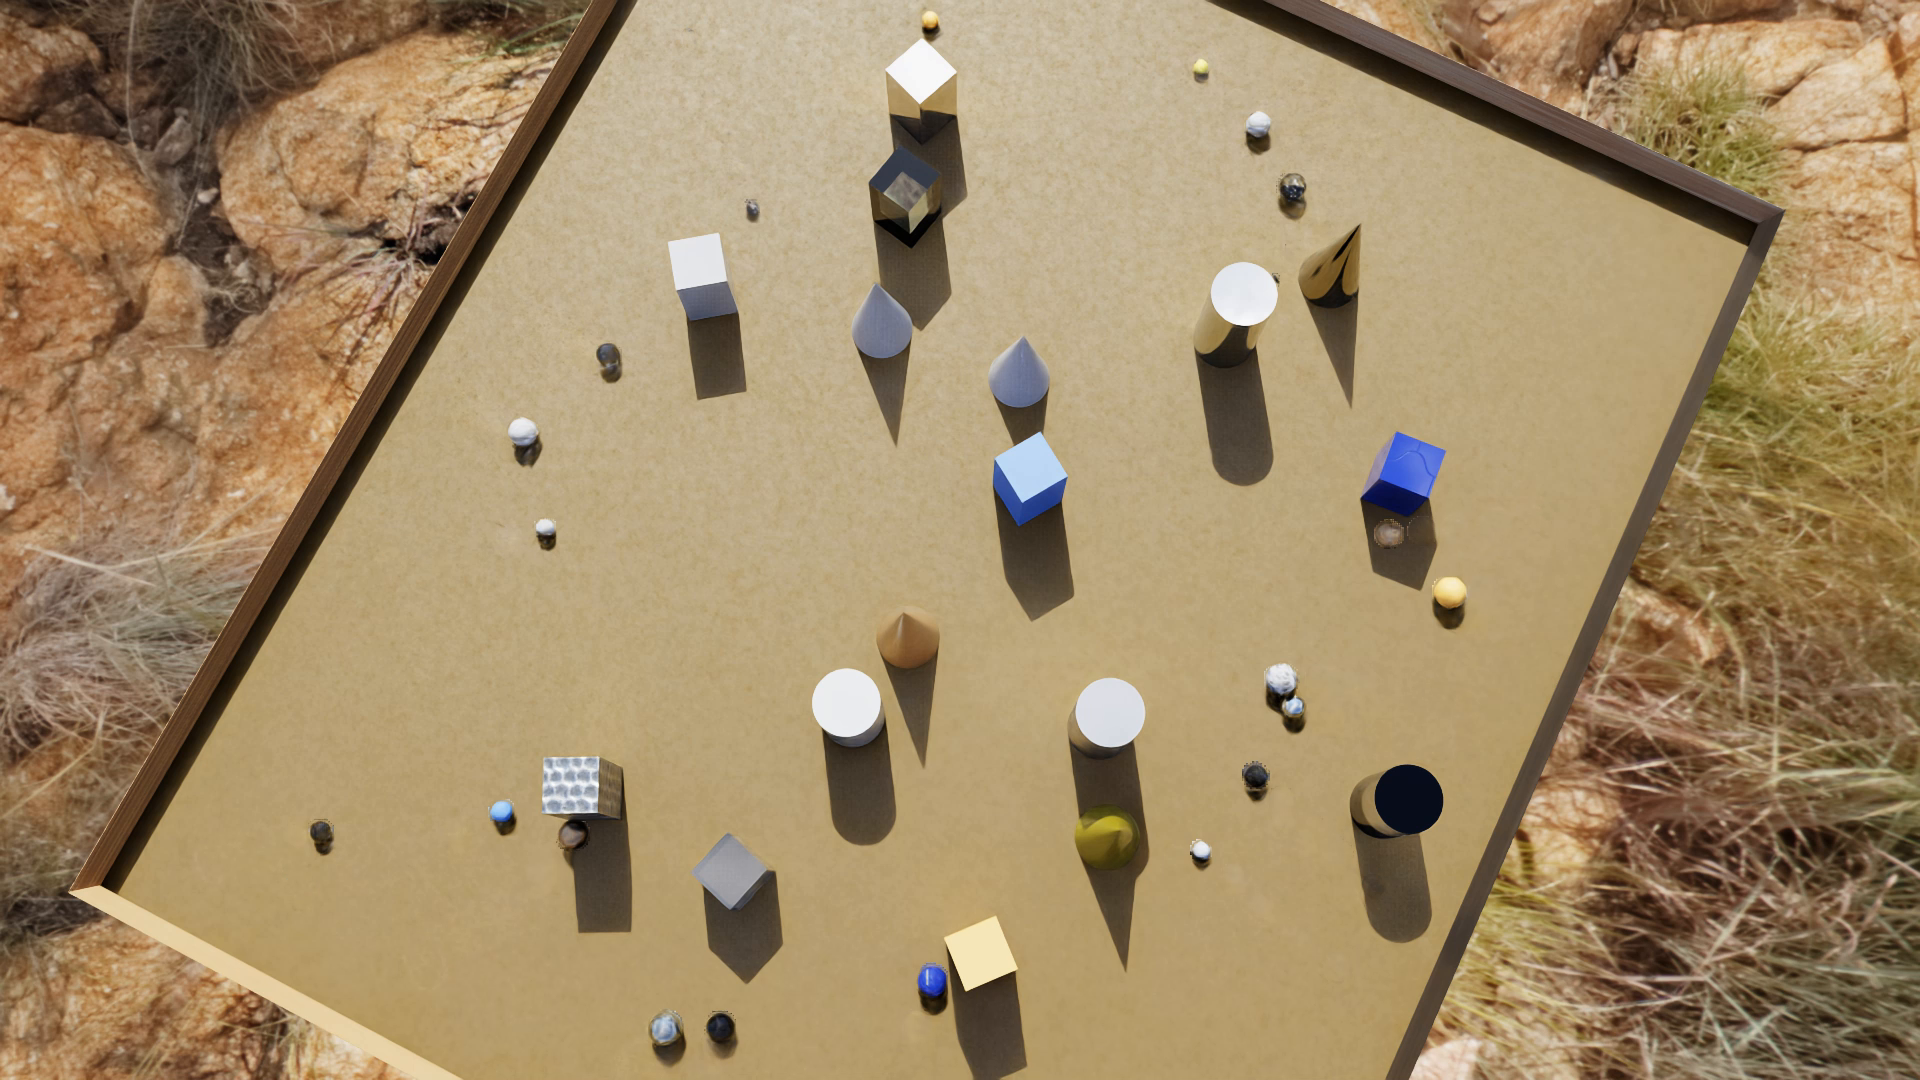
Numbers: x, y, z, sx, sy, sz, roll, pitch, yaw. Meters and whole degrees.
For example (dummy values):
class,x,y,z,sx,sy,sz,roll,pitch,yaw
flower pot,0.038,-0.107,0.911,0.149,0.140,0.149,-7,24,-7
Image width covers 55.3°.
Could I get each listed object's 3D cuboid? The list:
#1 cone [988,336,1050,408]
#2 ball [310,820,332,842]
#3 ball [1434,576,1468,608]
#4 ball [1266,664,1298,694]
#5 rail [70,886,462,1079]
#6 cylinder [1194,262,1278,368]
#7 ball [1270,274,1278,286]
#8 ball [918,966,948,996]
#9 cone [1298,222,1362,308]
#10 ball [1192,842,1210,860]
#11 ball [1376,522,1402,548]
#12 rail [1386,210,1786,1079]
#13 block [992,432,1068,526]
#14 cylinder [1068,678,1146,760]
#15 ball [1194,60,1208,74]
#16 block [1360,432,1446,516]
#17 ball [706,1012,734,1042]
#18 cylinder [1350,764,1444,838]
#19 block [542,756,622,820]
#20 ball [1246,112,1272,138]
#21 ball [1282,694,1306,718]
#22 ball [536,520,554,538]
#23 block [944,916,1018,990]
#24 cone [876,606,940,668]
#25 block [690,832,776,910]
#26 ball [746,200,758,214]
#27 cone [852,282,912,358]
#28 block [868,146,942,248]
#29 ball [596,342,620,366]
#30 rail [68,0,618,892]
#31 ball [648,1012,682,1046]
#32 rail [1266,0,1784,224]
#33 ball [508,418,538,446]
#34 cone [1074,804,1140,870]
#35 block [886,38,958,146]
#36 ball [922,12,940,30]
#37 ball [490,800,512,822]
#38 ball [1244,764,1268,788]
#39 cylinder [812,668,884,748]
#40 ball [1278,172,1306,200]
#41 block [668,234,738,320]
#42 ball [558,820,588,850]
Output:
class,x,y,z,sx,sy,sz,roll,pitch,yaw
cone,0.185,-0.550,5.512,0.193,0.428,0.193,0,78,0
ball,-1.887,0.860,5.407,0.061,0.061,0.061,0,78,0
ball,1.482,0.159,5.535,0.096,0.096,0.096,0,78,0
ball,0.963,0.416,5.483,0.092,0.092,0.092,0,78,0
rail,-0.920,1.809,5.177,3.665,0.126,0.045,26,80,5
cylinder,0.827,-0.674,5.540,0.193,0.422,0.193,0,78,0
ball,0.979,-0.812,5.762,0.044,0.044,0.044,0,78,0
ball,-0.081,1.279,5.308,0.087,0.087,0.087,0,78,0
cone,1.164,-0.872,5.551,0.193,0.482,0.193,0,78,0
ball,0.711,0.915,5.400,0.052,0.052,0.052,0,78,0
ball,1.308,-0.017,5.581,0.076,0.076,0.076,0,78,0
rail,1.618,0.799,5.386,0.045,0.126,4.164,26,80,5
block,0.207,-0.179,5.484,0.155,0.331,0.155,-30,80,-6
cylinder,0.419,0.521,5.299,0.193,0.410,0.193,0,78,0
ball,0.777,-1.524,5.909,0.045,0.045,0.045,0,78,0
block,1.333,-0.196,5.524,0.155,0.260,0.155,22,79,4
ball,-0.691,1.406,5.283,0.083,0.083,0.083,0,78,0
cylinder,1.255,0.758,5.288,0.193,0.336,0.193,0,78,0
block,-1.084,0.719,5.281,0.155,0.365,0.155,-1,78,0
ball,0.954,-1.327,5.851,0.078,0.078,0.078,0,78,0
ball,0.998,0.497,5.477,0.071,0.071,0.071,0,78,0
ball,-1.267,-0.035,5.594,0.058,0.058,0.058,0,78,0
block,0.058,1.173,5.211,0.155,0.319,0.155,-22,79,-4
cone,-0.158,0.248,5.333,0.193,0.455,0.193,0,78,0
block,-0.654,0.959,5.296,0.155,0.238,0.155,42,81,8
ball,-0.659,-1.054,5.813,0.042,0.042,0.042,0,78,0
cone,-0.245,-0.707,5.540,0.193,0.436,0.193,0,78,0
block,-0.168,-1.060,5.679,0.155,0.307,0.155,37,81,7
ball,-1.094,-0.576,5.698,0.074,0.074,0.074,0,78,0
rail,-1.618,-0.786,5.714,0.045,0.126,4.164,26,80,5
ball,-0.849,1.409,5.276,0.097,0.097,0.097,0,78,0
rail,0.920,-1.796,5.923,3.665,0.126,0.045,26,80,5
ball,-1.345,-0.332,5.640,0.088,0.088,0.088,0,78,0
cone,0.436,0.836,5.217,0.193,0.443,0.193,0,78,0
block,-0.119,-1.402,5.748,0.155,0.310,0.155,-43,81,-8
ball,-0.095,-1.683,5.936,0.056,0.056,0.056,0,78,0
ball,-1.355,0.803,5.418,0.063,0.063,0.063,0,78,0
ball,0.879,0.699,5.437,0.069,0.069,0.069,0,78,0
cylinder,-0.322,0.493,5.348,0.193,0.326,0.193,0,78,0
ball,1.054,-1.118,5.804,0.087,0.087,0.087,0,78,0
block,-0.787,-0.806,5.636,0.155,0.289,0.155,-11,79,-2
ball,-1.138,0.867,5.392,0.088,0.088,0.088,0,78,0
